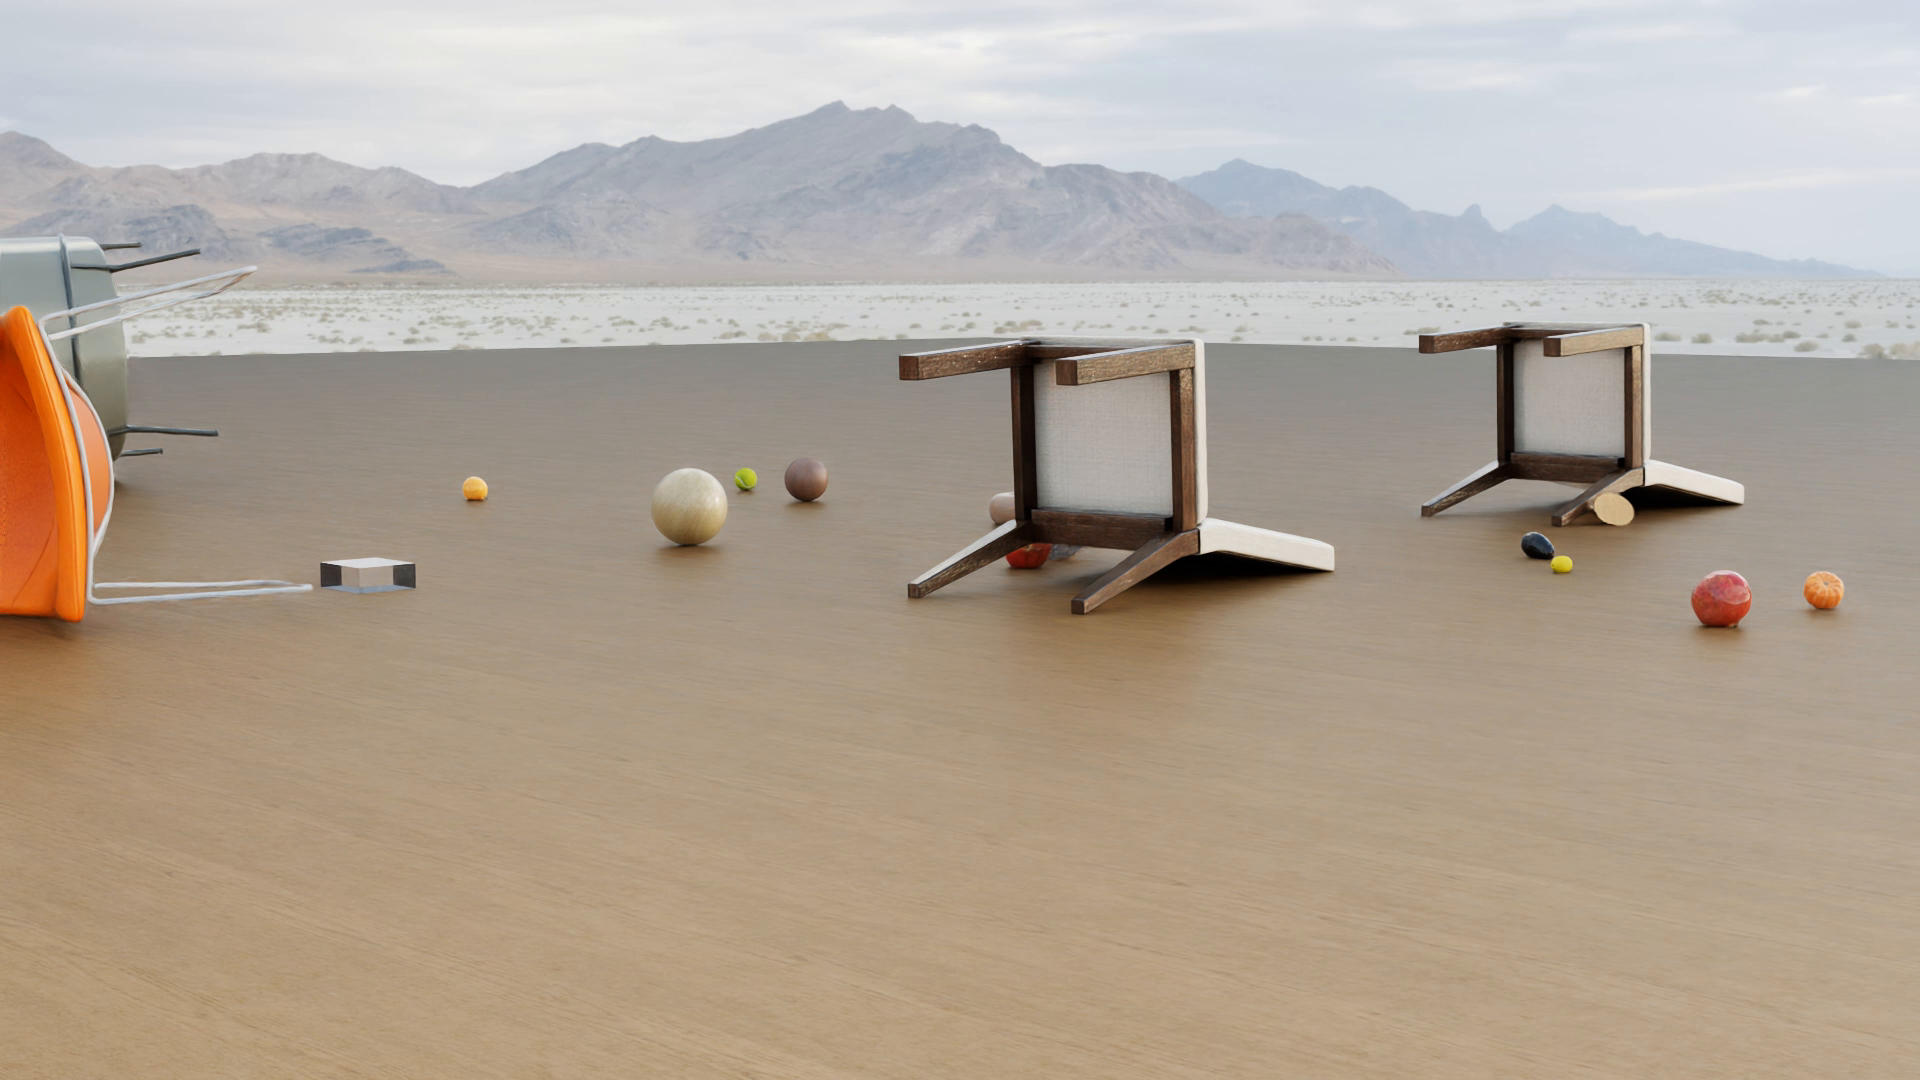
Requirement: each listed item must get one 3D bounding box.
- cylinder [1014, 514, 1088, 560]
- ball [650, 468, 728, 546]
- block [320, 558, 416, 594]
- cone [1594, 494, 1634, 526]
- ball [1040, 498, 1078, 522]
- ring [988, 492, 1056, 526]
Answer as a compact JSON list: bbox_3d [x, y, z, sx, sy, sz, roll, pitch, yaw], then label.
[{"bbox_3d":[0.214,-0.007,6.057,0.132,0.081,0.191,-20,10,-10],"label":"cylinder"},{"bbox_3d":[-0.662,-0.081,6.277,0.189,0.189,0.189,0,6,0],"label":"ball"},{"bbox_3d":[-1.252,0.075,5.427,0.135,0.053,0.157,-6,8,-44],"label":"block"},{"bbox_3d":[1.728,-0.064,6.837,0.110,0.094,0.080,10,-26,-4],"label":"cone"},{"bbox_3d":[0.250,-0.058,6.495,0.097,0.097,0.097,0,6,0],"label":"ball"},{"bbox_3d":[0.173,-0.082,6.817,0.199,0.082,0.140,1,8,18],"label":"ring"}]
